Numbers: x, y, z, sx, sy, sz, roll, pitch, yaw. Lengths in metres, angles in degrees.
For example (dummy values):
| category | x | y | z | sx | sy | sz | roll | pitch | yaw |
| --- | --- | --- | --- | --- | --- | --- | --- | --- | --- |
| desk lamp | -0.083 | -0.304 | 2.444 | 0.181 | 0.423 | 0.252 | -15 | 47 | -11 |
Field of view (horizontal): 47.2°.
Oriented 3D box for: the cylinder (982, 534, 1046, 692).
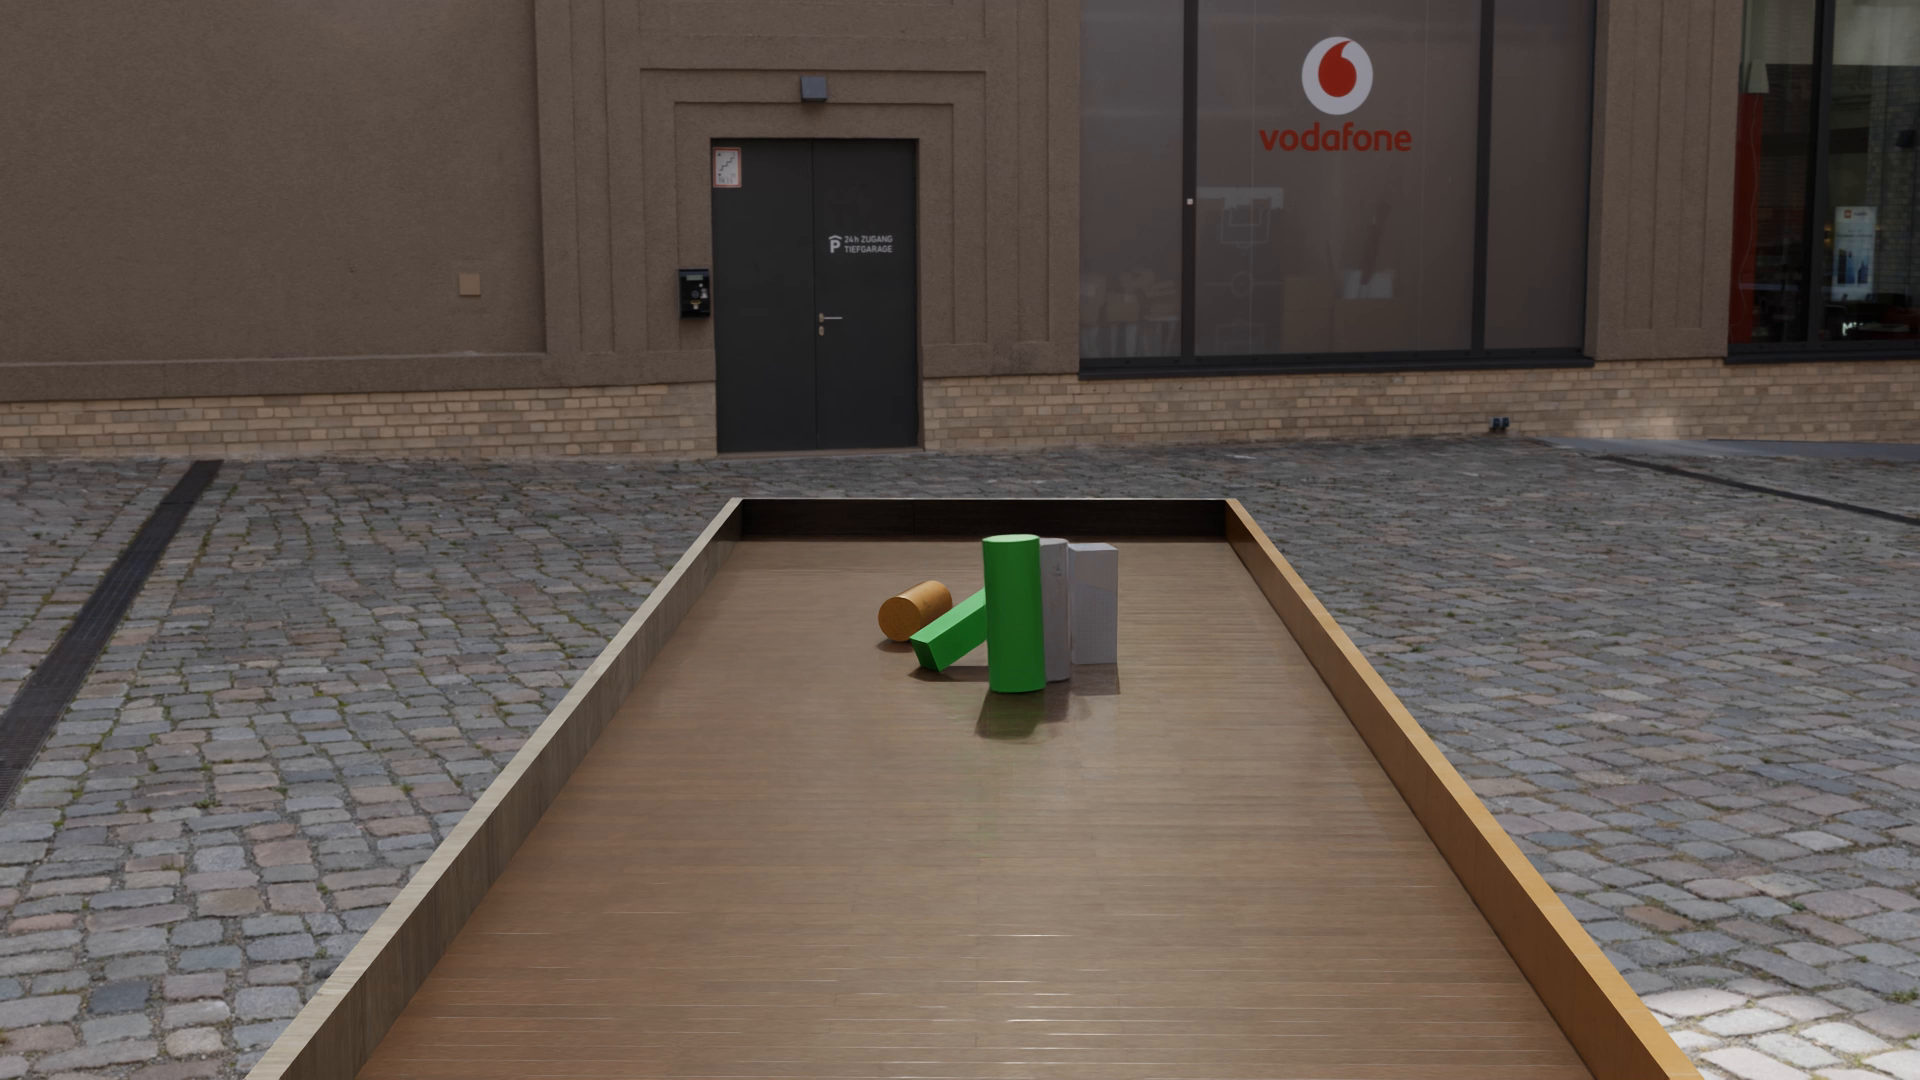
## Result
| category | x | y | z | sx | sy | sz | roll | pitch | yaw |
| --- | --- | --- | --- | --- | --- | --- | --- | --- | --- |
| cylinder | 0.155 | 0.209 | 6.289 | 0.162 | 0.430 | 0.162 | -3 | 7 | 0 |

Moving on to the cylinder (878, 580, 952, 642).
| category | x | y | z | sx | sy | sz | roll | pitch | yaw |
| --- | --- | --- | --- | --- | --- | --- | --- | --- | --- |
| cylinder | -0.143 | 0.227 | 7.114 | 0.144 | 0.144 | 0.314 | 3 | 9 | 18 |

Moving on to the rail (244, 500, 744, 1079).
| category | x | y | z | sx | sy | sz | roll | pitch | yaw |
| --- | --- | --- | --- | --- | --- | --- | --- | --- | --- |
| rail | -1.004 | 0.839 | 3.234 | 0.050 | 0.150 | 12.000 | 0 | 9 | 1 |

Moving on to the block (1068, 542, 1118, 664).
| category | x | y | z | sx | sy | sz | roll | pitch | yaw |
| --- | --- | --- | --- | --- | --- | --- | --- | --- | --- |
| block | 0.397 | 0.192 | 6.688 | 0.132 | 0.347 | 0.132 | -2 | 9 | -13 |

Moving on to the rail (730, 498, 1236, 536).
| category | x | y | z | sx | sy | sz | roll | pitch | yaw |
| --- | --- | --- | --- | --- | --- | --- | --- | --- | --- |
| rail | 0.099 | -0.098 | 9.147 | 2.100 | 0.150 | 0.050 | 0 | 9 | 1 |

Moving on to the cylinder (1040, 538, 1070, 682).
| category | x | y | z | sx | sy | sz | roll | pitch | yaw |
| --- | --- | --- | --- | --- | --- | --- | --- | --- | --- |
| cylinder | 0.236 | 0.202 | 6.433 | 0.166 | 0.401 | 0.166 | -1 | 7 | 0 |

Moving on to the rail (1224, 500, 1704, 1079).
| category | x | y | z | sx | sy | sz | roll | pitch | yaw |
| --- | --- | --- | --- | --- | --- | --- | --- | --- | --- |
| rail | 1.046 | 0.843 | 3.208 | 0.050 | 0.150 | 12.000 | 0 | 9 | 1 |

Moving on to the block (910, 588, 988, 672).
| category | x | y | z | sx | sy | sz | roll | pitch | yaw |
| --- | --- | --- | --- | --- | --- | --- | --- | --- | --- |
| block | 0.035 | 0.250 | 6.639 | 0.374 | 0.101 | 0.101 | -33 | 24 | -25 |
